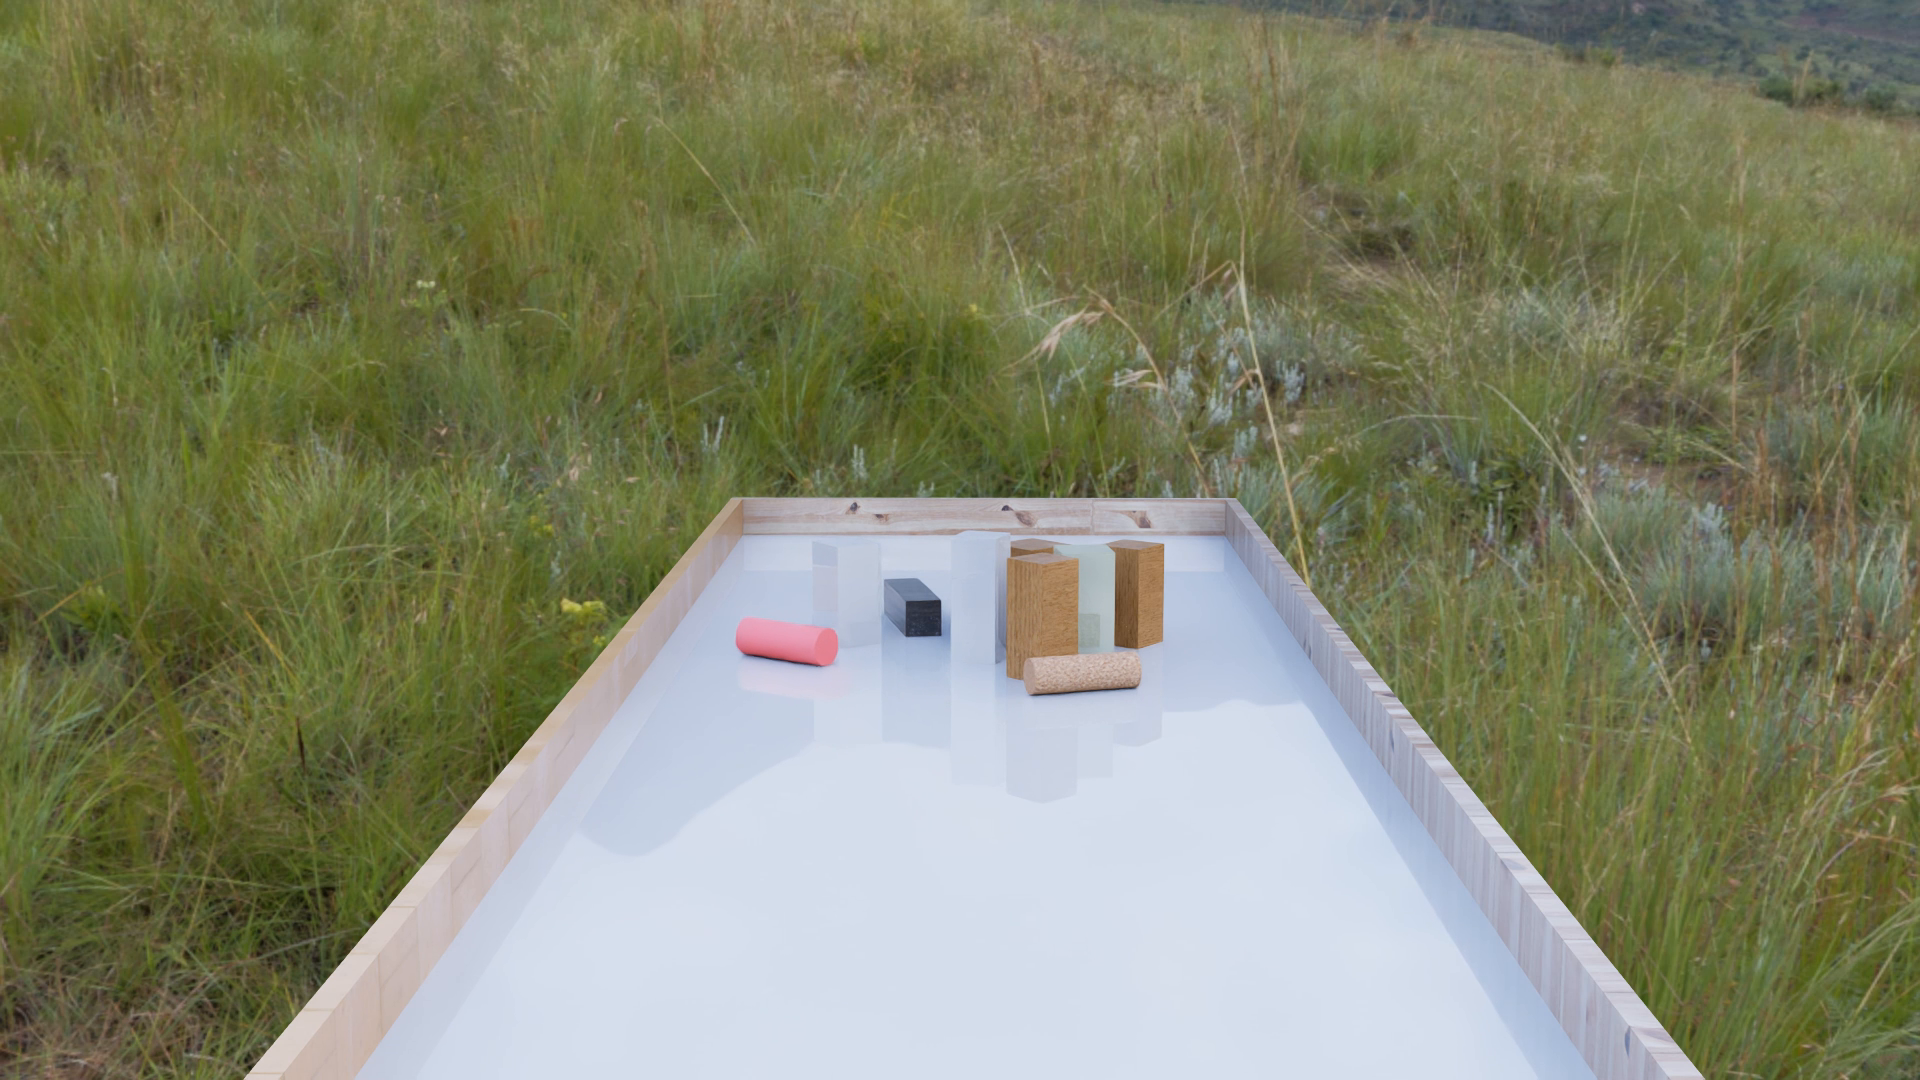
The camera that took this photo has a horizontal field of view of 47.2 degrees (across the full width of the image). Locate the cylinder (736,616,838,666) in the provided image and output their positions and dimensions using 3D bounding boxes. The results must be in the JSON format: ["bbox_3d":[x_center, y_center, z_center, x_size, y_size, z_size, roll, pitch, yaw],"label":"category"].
[{"bbox_3d":[-0.528,0.307,6.701,0.313,0.115,0.115,6,11,35],"label":"cylinder"}]

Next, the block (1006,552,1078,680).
[{"bbox_3d":[0.242,0.228,6.436,0.148,0.354,0.148,-8,12,-42],"label":"block"}]

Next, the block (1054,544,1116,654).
[{"bbox_3d":[0.374,0.197,6.658,0.161,0.346,0.161,-1,9,-7],"label":"block"}]

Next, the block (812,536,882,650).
[{"bbox_3d":[-0.357,0.165,6.944,0.158,0.320,0.158,-6,11,-33],"label":"block"}]

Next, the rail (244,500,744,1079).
[{"bbox_3d":[-1.004,0.839,3.234,0.050,0.150,12.000,0,9,1],"label":"rail"}]

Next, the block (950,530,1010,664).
[{"bbox_3d":[0.063,0.173,6.693,0.141,0.383,0.141,3,10,20],"label":"block"}]

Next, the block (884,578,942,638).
[{"bbox_3d":[-0.158,0.220,7.249,0.117,0.117,0.415,-2,9,-11],"label":"block"}]

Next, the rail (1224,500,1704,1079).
[{"bbox_3d":[1.046,0.843,3.208,0.050,0.150,12.000,0,9,1],"label":"rail"}]

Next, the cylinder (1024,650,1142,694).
[{"bbox_3d":[0.350,0.379,6.282,0.321,0.105,0.105,-3,9,-18],"label":"cylinder"}]

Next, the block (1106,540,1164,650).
[{"bbox_3d":[0.539,0.169,6.938,0.151,0.315,0.151,7,11,36],"label":"block"}]

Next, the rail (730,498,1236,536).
[{"bbox_3d":[0.099,-0.098,9.147,2.100,0.150,0.050,0,9,1],"label":"rail"}]

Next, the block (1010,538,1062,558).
[{"bbox_3d":[0.226,0.170,6.925,0.178,0.317,0.178,-8,12,-42],"label":"block"}]
